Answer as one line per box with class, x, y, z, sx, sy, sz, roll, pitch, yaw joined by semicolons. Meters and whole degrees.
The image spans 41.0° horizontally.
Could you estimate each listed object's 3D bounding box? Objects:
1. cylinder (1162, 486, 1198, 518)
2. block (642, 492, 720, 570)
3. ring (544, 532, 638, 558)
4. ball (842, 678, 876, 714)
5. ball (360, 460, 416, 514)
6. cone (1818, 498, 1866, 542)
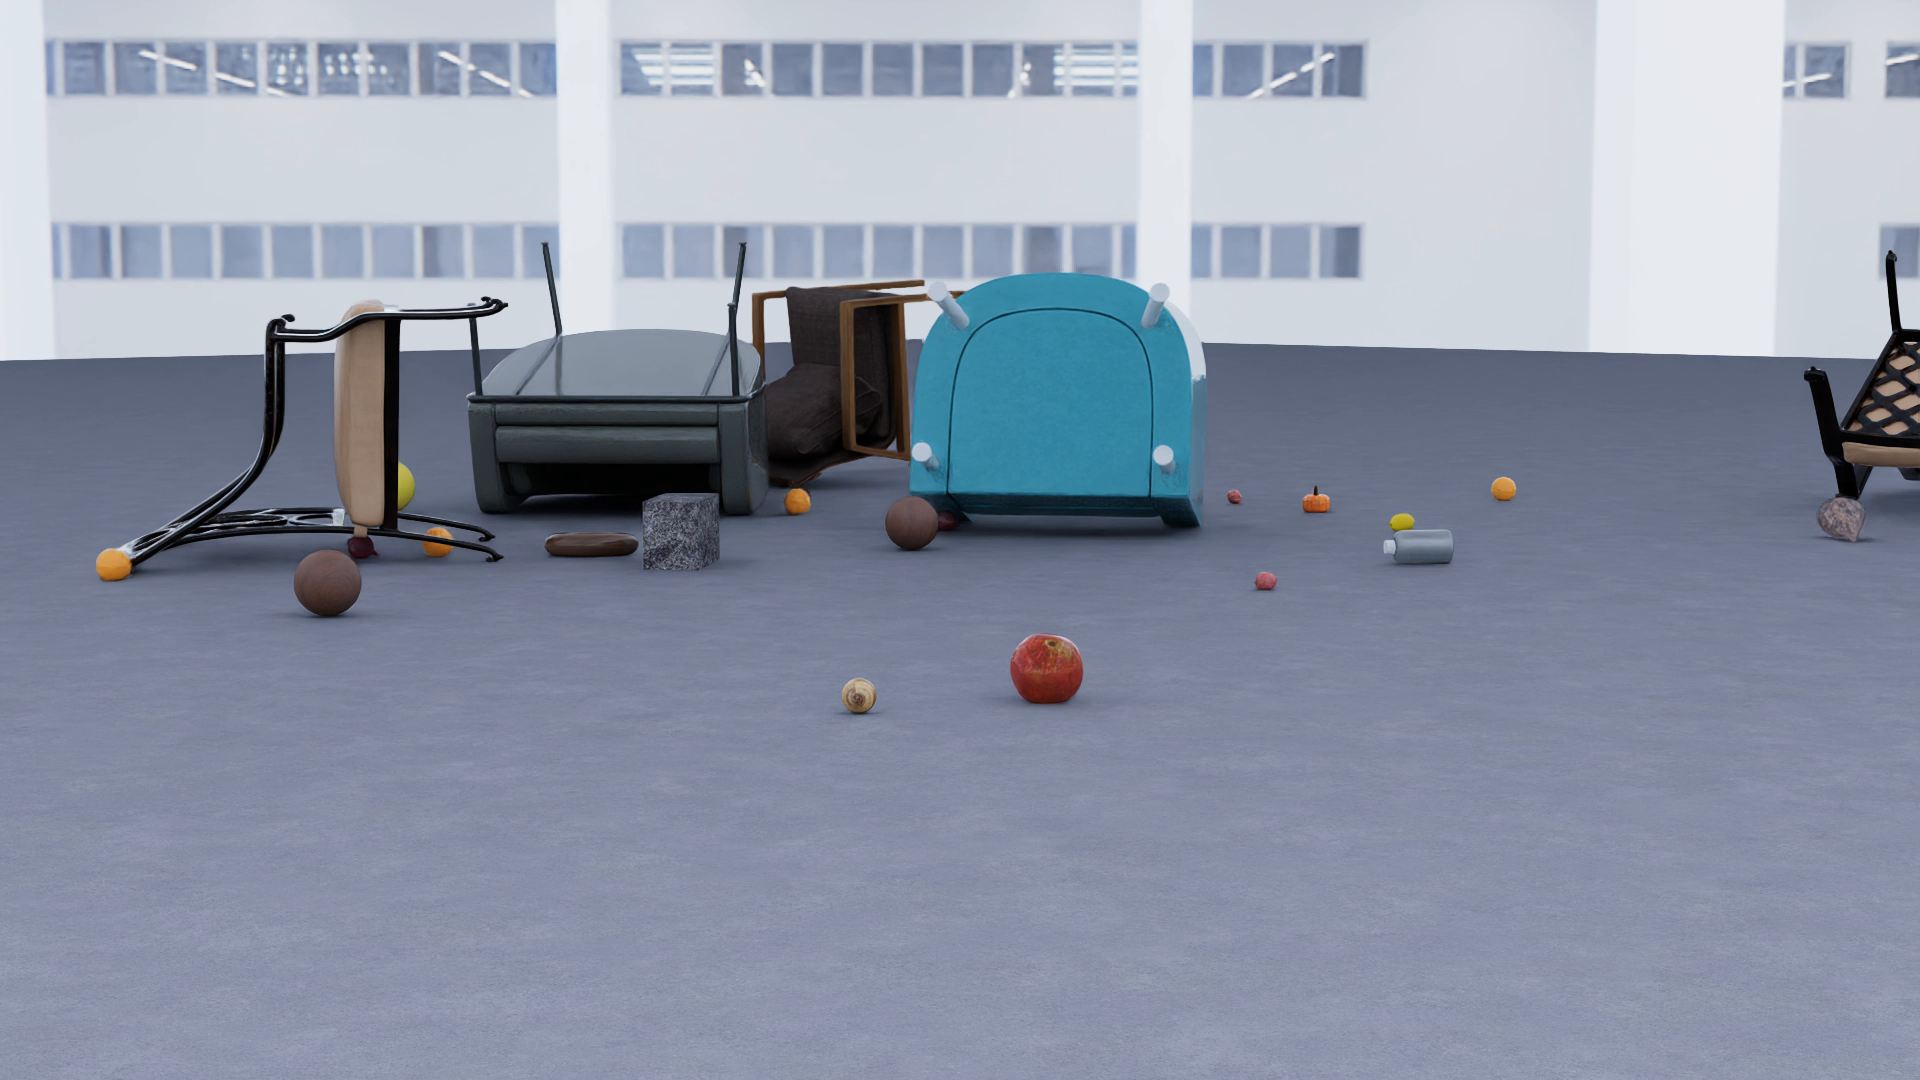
cylinder;0.606;-0.105;7.054;0.099;0.074;0.081;22;9;6
block;-0.636;-0.021;5.865;0.126;0.153;0.233;1;6;6
ring;-0.871;0.010;6.060;0.222;0.053;0.122;0;5;-6
ball;-0.152;0.235;3.873;0.053;0.053;0.053;0;6;0
ball;-1.588;-0.148;7.117;0.150;0.150;0.150;0;6;0
cone;2.218;-0.025;6.408;0.118;0.105;0.158;0;24;8
